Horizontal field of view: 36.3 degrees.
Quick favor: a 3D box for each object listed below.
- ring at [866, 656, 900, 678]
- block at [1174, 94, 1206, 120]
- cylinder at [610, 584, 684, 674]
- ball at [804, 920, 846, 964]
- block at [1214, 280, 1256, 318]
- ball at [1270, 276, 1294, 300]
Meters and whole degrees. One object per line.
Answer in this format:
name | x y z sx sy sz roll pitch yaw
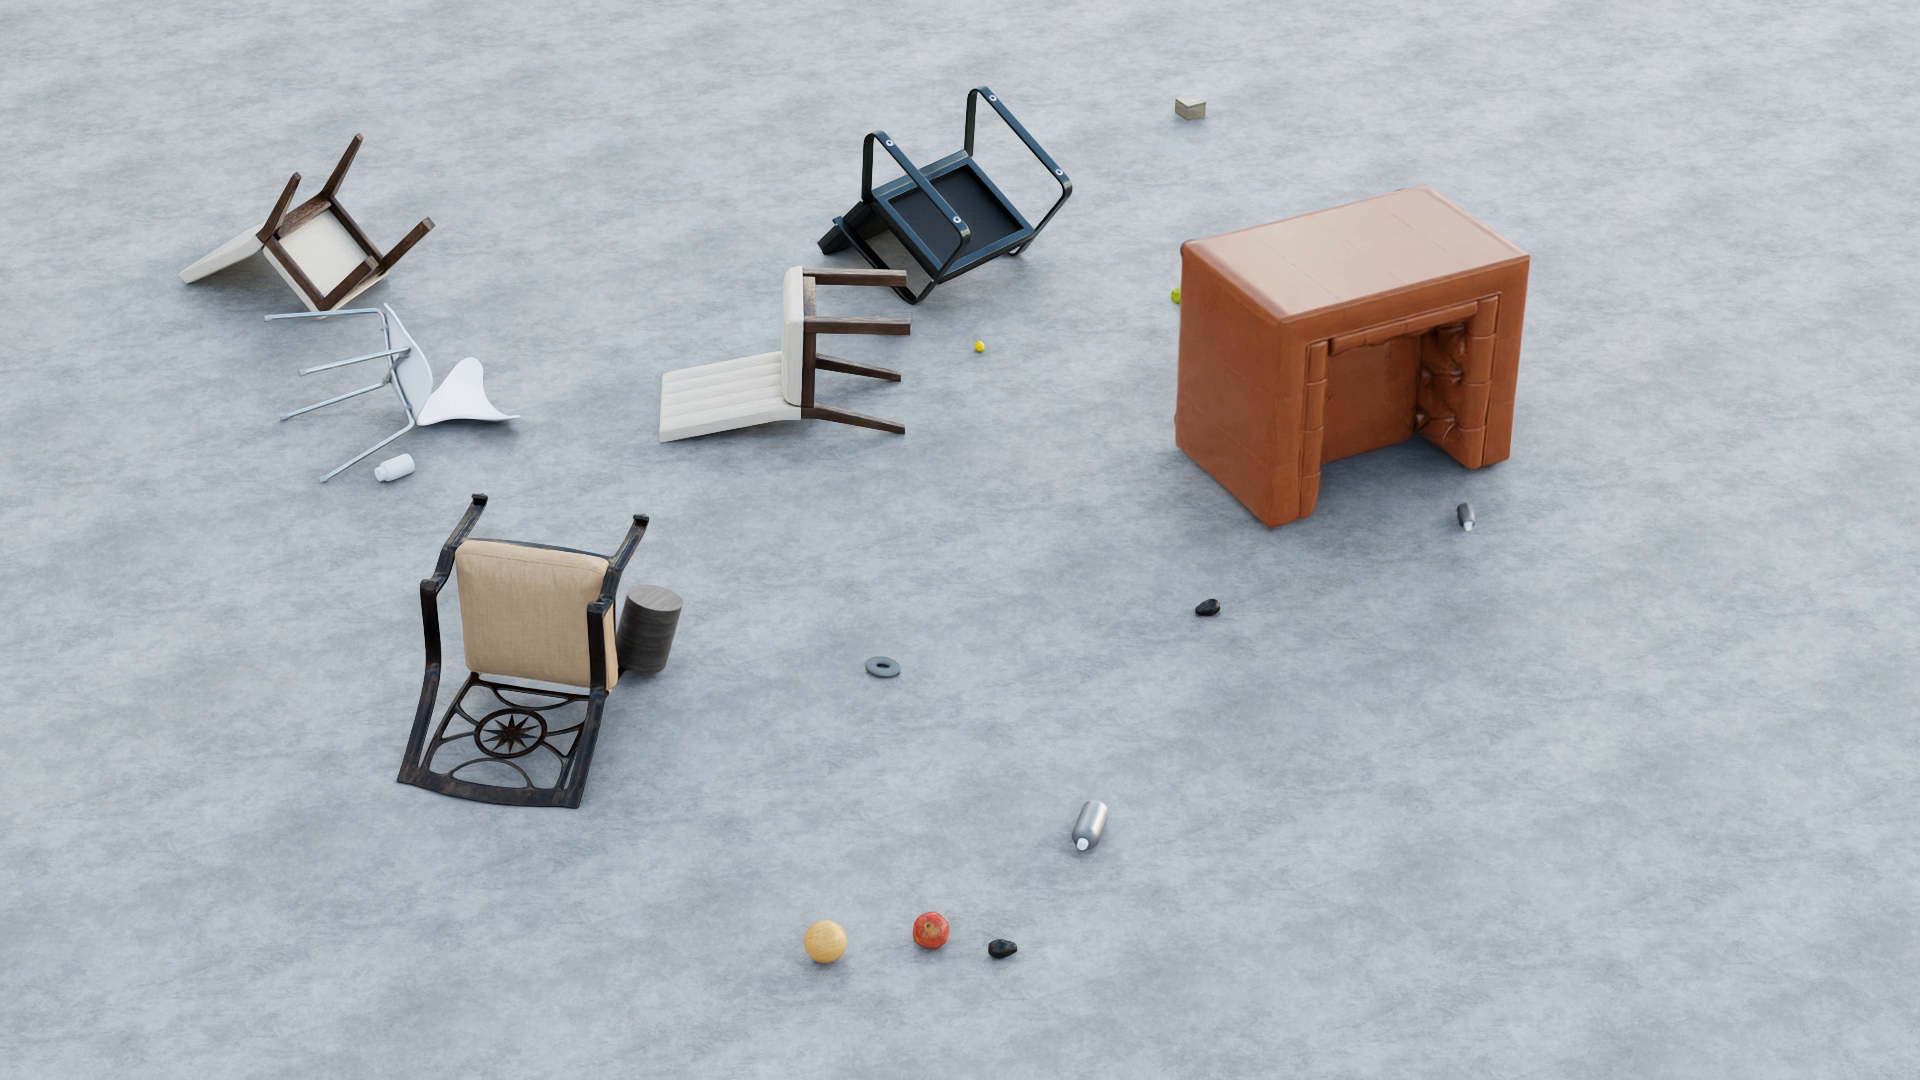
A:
ring | -0.270 0.443 10.246 0.130 0.029 0.102 16 36 21
block | 1.101 -2.069 14.015 0.104 0.076 0.106 -18 37 -25
cylinder | -1.089 0.309 10.201 0.192 0.244 0.219 23 21 14
ball | -0.411 1.228 8.962 0.132 0.132 0.132 0 33 0
block | 1.165 -1.021 12.405 0.157 0.098 0.118 8 34 12
ball | 1.370 -1.075 12.482 0.104 0.104 0.104 0 33 0
